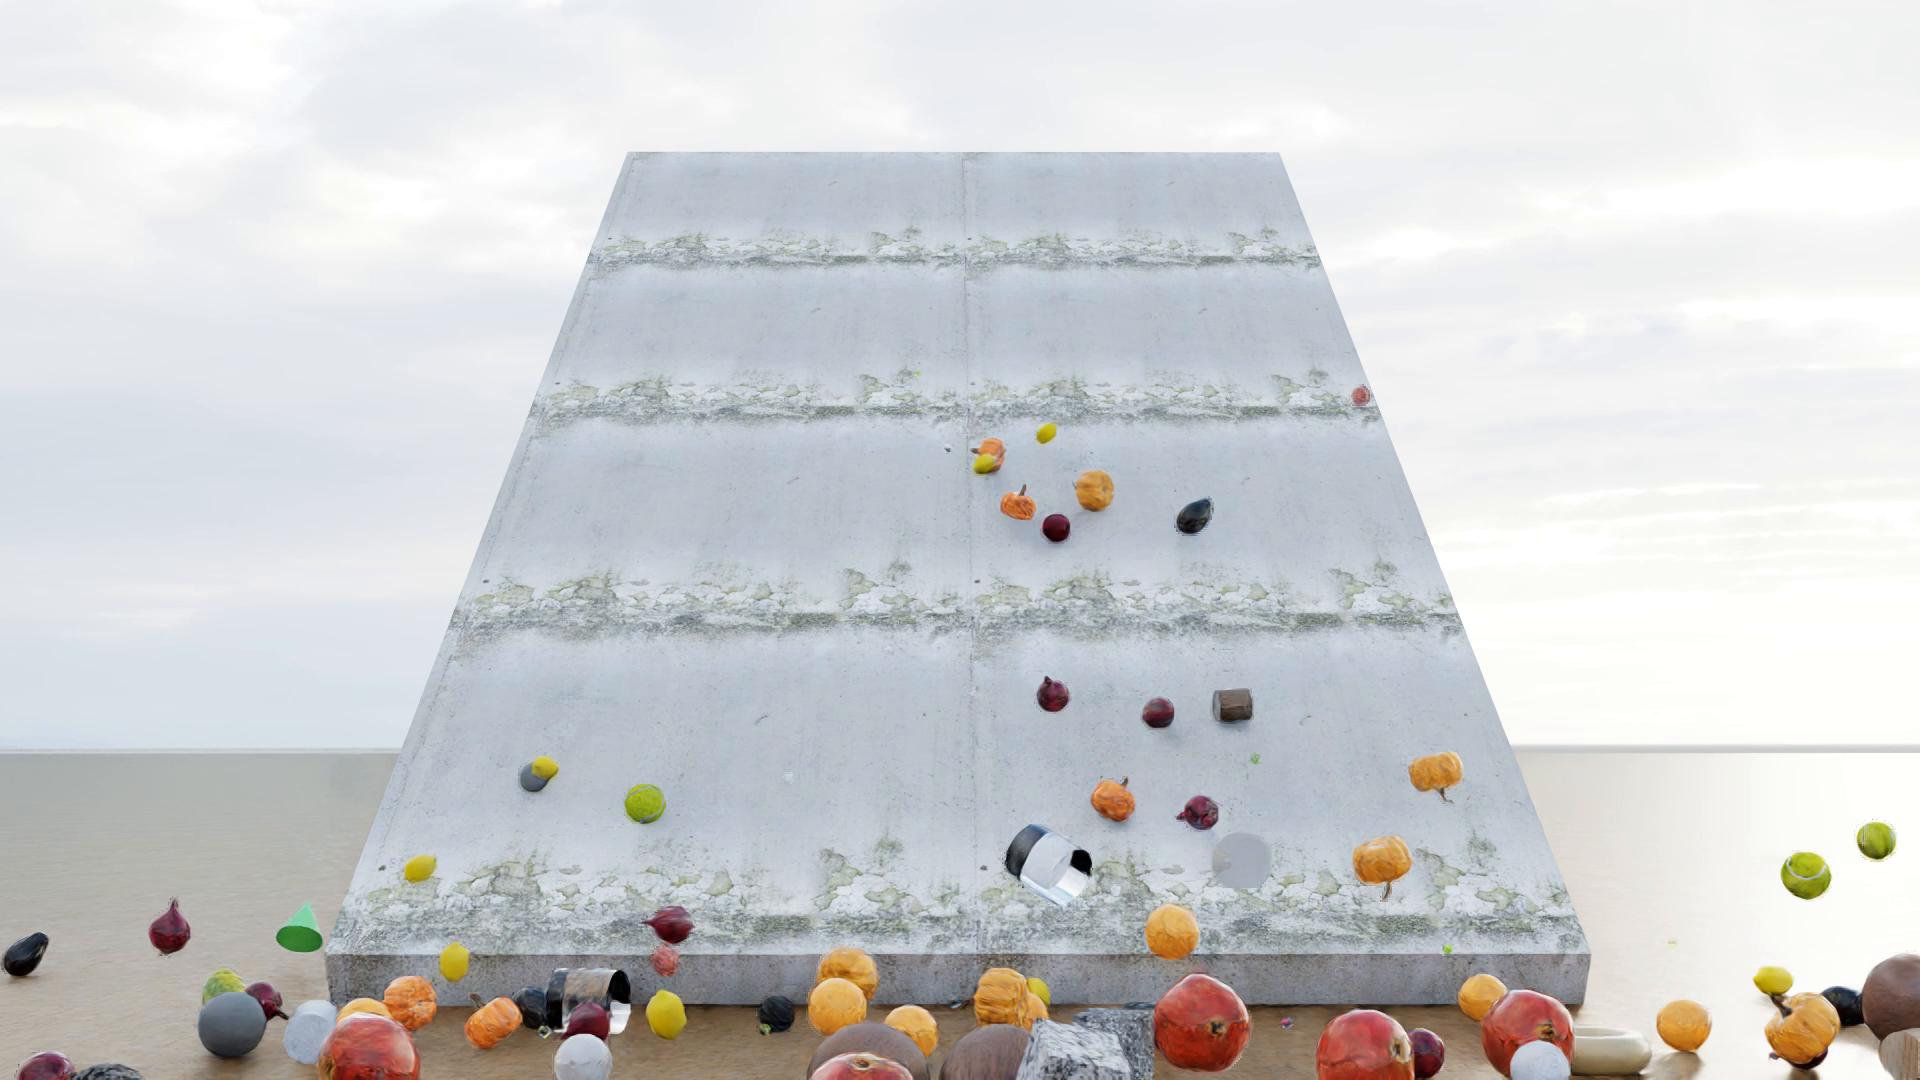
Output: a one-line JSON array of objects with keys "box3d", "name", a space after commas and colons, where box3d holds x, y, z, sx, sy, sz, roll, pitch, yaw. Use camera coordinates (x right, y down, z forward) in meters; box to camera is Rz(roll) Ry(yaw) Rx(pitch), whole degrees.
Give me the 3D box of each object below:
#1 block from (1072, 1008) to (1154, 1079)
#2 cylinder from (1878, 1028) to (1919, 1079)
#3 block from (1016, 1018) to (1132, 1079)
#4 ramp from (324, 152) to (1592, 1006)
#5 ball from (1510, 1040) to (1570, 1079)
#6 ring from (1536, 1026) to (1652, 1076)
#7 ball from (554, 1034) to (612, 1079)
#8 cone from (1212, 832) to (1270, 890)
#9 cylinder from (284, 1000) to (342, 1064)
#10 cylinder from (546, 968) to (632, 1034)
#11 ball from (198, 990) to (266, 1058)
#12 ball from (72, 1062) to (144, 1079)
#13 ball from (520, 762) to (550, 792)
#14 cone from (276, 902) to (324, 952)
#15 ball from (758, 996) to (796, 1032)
[{"box3d": [0.190, 0.626, 2.936, 0.082, 0.082, 0.082, -2, -5, 18], "name": "block"}, {"box3d": [1.182, 0.639, 2.954, 0.059, 0.059, 0.059, -5, -6, 43], "name": "cylinder"}, {"box3d": [0.106, 0.522, 2.284, 0.083, 0.083, 0.083, 14, 11, -10], "name": "block"}, {"box3d": [-0.011, -0.225, 5.548, 2.000, 0.100, 4.000, 0, 27, 0], "name": "ramp"}, {"box3d": [0.677, 0.619, 2.777, 0.068, 0.068, 0.068, 0, -5, 0], "name": "ball"}, {"box3d": [0.803, 0.650, 3.024, 0.148, 0.049, 0.148, -1, -4, 0], "name": "ring"}, {"box3d": [-0.450, 0.624, 2.839, 0.068, 0.068, 0.068, 0, -5, 0], "name": "ball"}, {"box3d": [0.461, 0.526, 3.951, 0.097, 0.097, 0.097, 0, 1, -2], "name": "cone"}, {"box3d": [-0.848, 0.644, 3.118, 0.066, 0.066, 0.066, 1, 5, -7], "name": "cylinder"}, {"box3d": [-0.531, 0.659, 3.400, 0.091, 0.091, 0.091, -1, -5, 15], "name": "cylinder"}, {"box3d": [-0.965, 0.642, 3.151, 0.087, 0.087, 0.087, 0, -5, 0], "name": "ball"}, {"box3d": [-0.868, 0.577, 2.416, 0.089, 0.089, 0.089, 0, -5, 0], "name": "ball"}, {"box3d": [-0.743, 0.414, 4.151, 0.051, 0.051, 0.051, 0, -5, 0], "name": "ball"}, {"box3d": [-1.198, 0.694, 4.342, 0.085, 0.085, 0.085, 0, -45, 0], "name": "cone"}, {"box3d": [-0.263, 0.681, 3.416, 0.052, 0.052, 0.052, 0, -5, 0], "name": "ball"}]
